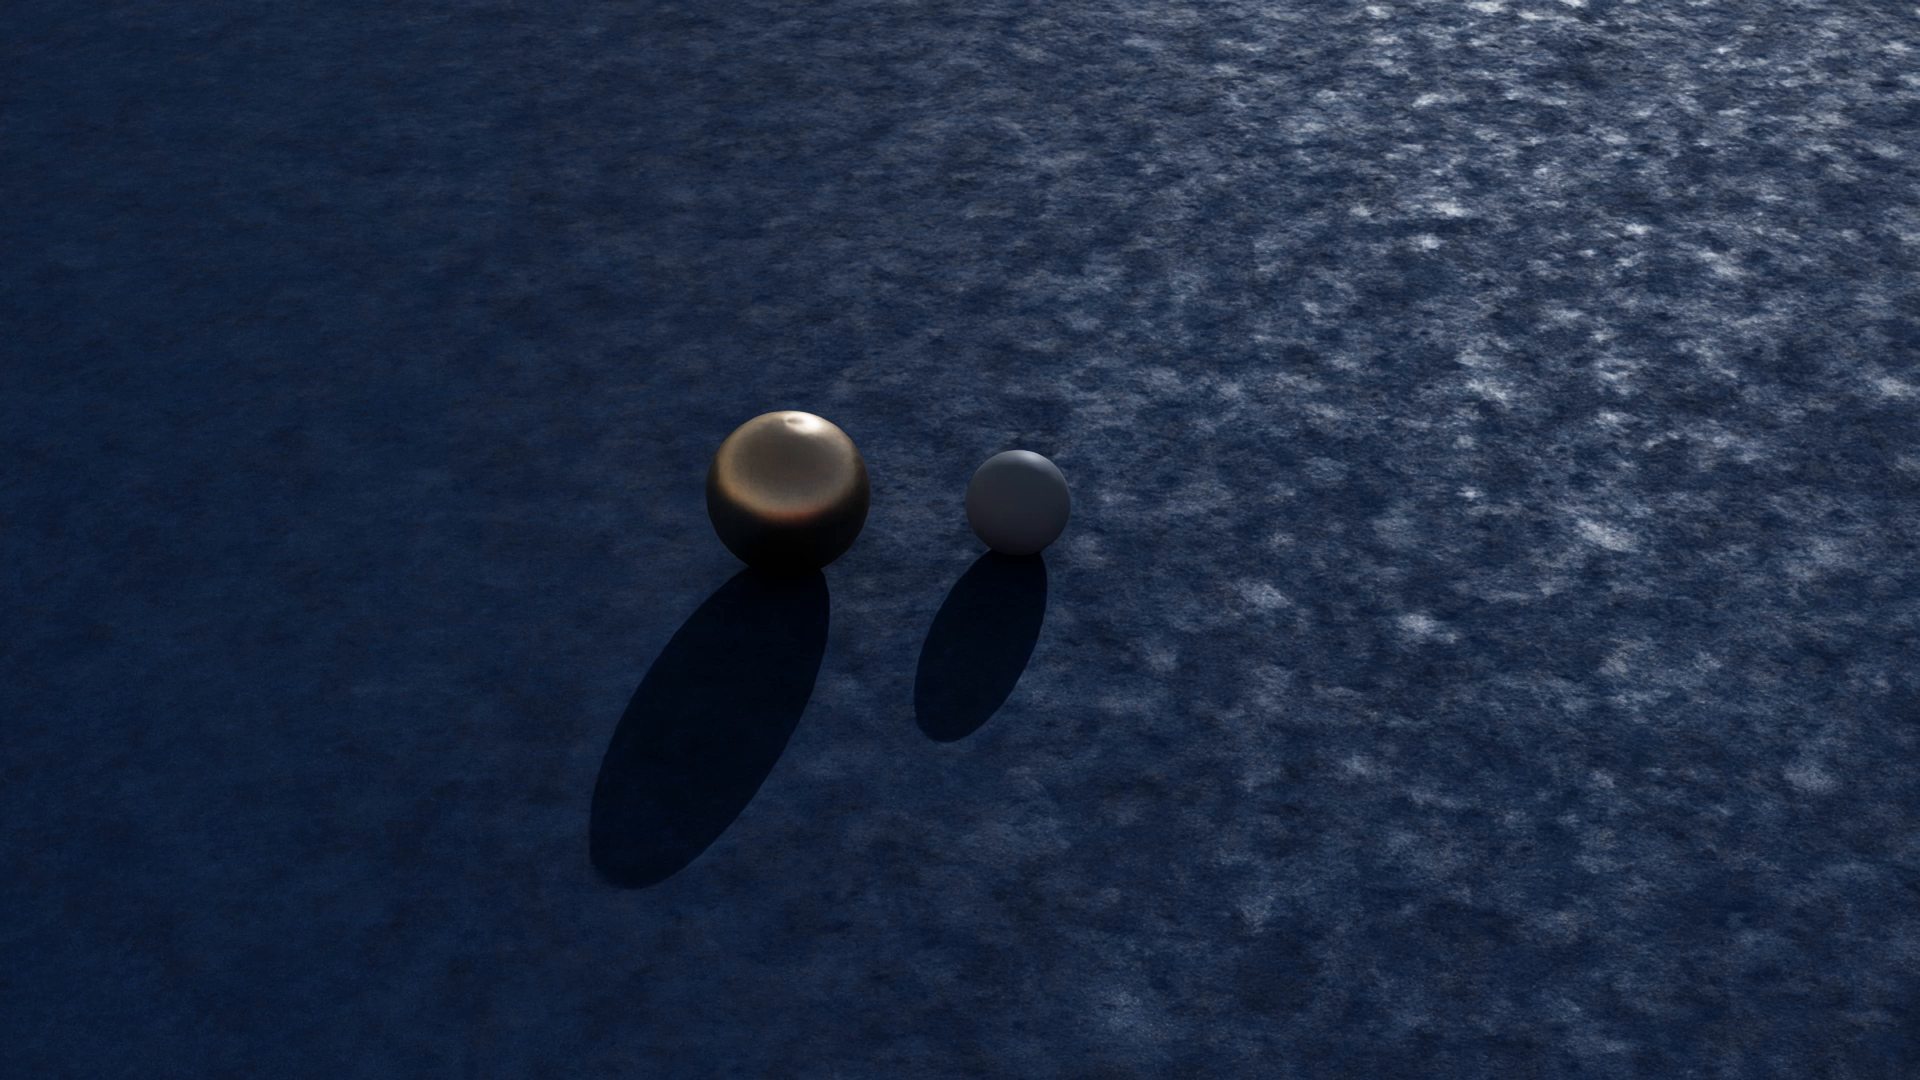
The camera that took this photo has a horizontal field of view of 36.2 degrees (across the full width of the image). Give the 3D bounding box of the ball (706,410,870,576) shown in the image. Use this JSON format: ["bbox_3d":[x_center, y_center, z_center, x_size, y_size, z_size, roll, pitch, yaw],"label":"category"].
[{"bbox_3d":[-0.096,-0.026,1.646,0.092,0.092,0.092,0,32,0],"label":"ball"}]

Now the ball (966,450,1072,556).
[{"bbox_3d":[0.033,-0.021,1.668,0.060,0.060,0.060,0,32,0],"label":"ball"}]
